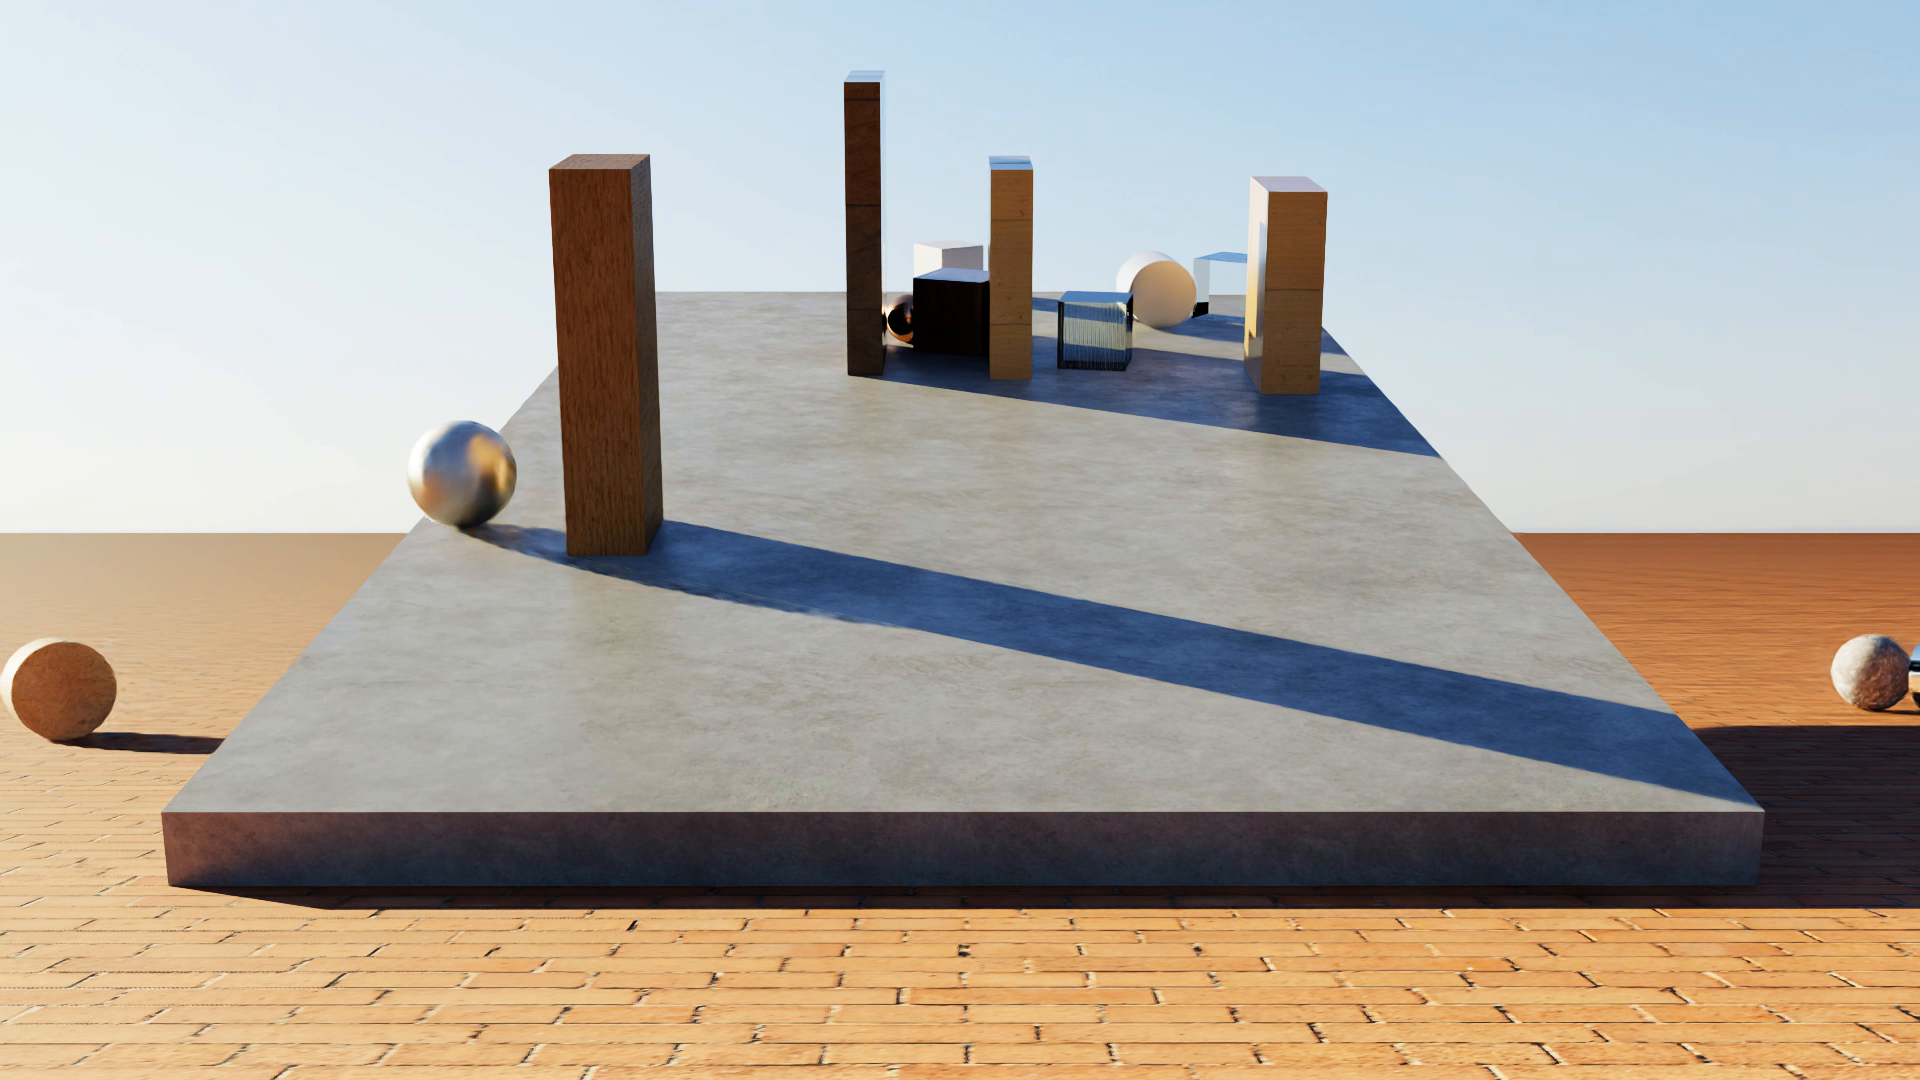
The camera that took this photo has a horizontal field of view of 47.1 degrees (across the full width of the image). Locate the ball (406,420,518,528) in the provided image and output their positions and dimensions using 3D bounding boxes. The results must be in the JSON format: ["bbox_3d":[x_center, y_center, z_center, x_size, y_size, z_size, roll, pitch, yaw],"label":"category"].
[{"bbox_3d":[-0.907,-0.121,4.014,0.197,0.197,0.197,0,0,0],"label":"ball"}]

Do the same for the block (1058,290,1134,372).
[{"bbox_3d":[0.339,-0.523,5.500,0.168,0.168,0.168,3,16,10],"label":"block"}]

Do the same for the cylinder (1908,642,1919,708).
[{"bbox_3d":[2.416,0.328,5.294,0.183,0.183,0.183,0,0,-36],"label":"cylinder"}]

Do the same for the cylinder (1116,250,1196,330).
[{"bbox_3d":[0.537,-0.688,6.052,0.187,0.187,0.187,0,16,-7],"label":"cylinder"}]

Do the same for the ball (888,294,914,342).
[{"bbox_3d":[-0.134,-0.582,5.785,0.127,0.127,0.127,0,0,0],"label":"ball"}]

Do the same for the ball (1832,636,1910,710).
[{"bbox_3d":[2.237,0.326,5.404,0.185,0.185,0.185,0,0,0],"label":"ball"}]

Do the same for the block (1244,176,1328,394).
[{"bbox_3d":[0.774,-0.614,5.263,0.136,0.472,0.320,0,16,0],"label":"block"}]

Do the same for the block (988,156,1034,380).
[{"bbox_3d":[0.122,-0.675,5.418,0.102,0.504,0.321,0,16,0],"label":"block"}]

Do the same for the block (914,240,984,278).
[{"bbox_3d":[-0.034,-0.803,6.530,0.148,0.148,0.148,-10,19,-32],"label":"block"}]

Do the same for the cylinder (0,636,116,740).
[{"bbox_3d":[-1.945,0.318,4.752,0.209,0.209,0.209,0,0,-29],"label":"cylinder"}]

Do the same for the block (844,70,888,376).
[{"bbox_3d":[-0.232,-0.796,5.480,0.086,0.703,0.412,0,16,0],"label":"block"}]

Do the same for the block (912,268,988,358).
[{"bbox_3d":[0.004,-0.591,5.699,0.191,0.191,0.191,7,17,22],"label":"block"}]

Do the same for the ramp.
[{"bbox_3d":[-0.002,-0.155,4.684,2.000,0.100,4.000,0,16,0],"label":"ramp"}]

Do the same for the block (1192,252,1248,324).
[{"bbox_3d":[0.764,-0.705,6.150,0.168,0.168,0.168,11,19,33],"label":"block"}]

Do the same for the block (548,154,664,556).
[{"bbox_3d":[-0.618,-0.329,3.879,0.137,0.670,0.247,0,16,0],"label":"block"}]
